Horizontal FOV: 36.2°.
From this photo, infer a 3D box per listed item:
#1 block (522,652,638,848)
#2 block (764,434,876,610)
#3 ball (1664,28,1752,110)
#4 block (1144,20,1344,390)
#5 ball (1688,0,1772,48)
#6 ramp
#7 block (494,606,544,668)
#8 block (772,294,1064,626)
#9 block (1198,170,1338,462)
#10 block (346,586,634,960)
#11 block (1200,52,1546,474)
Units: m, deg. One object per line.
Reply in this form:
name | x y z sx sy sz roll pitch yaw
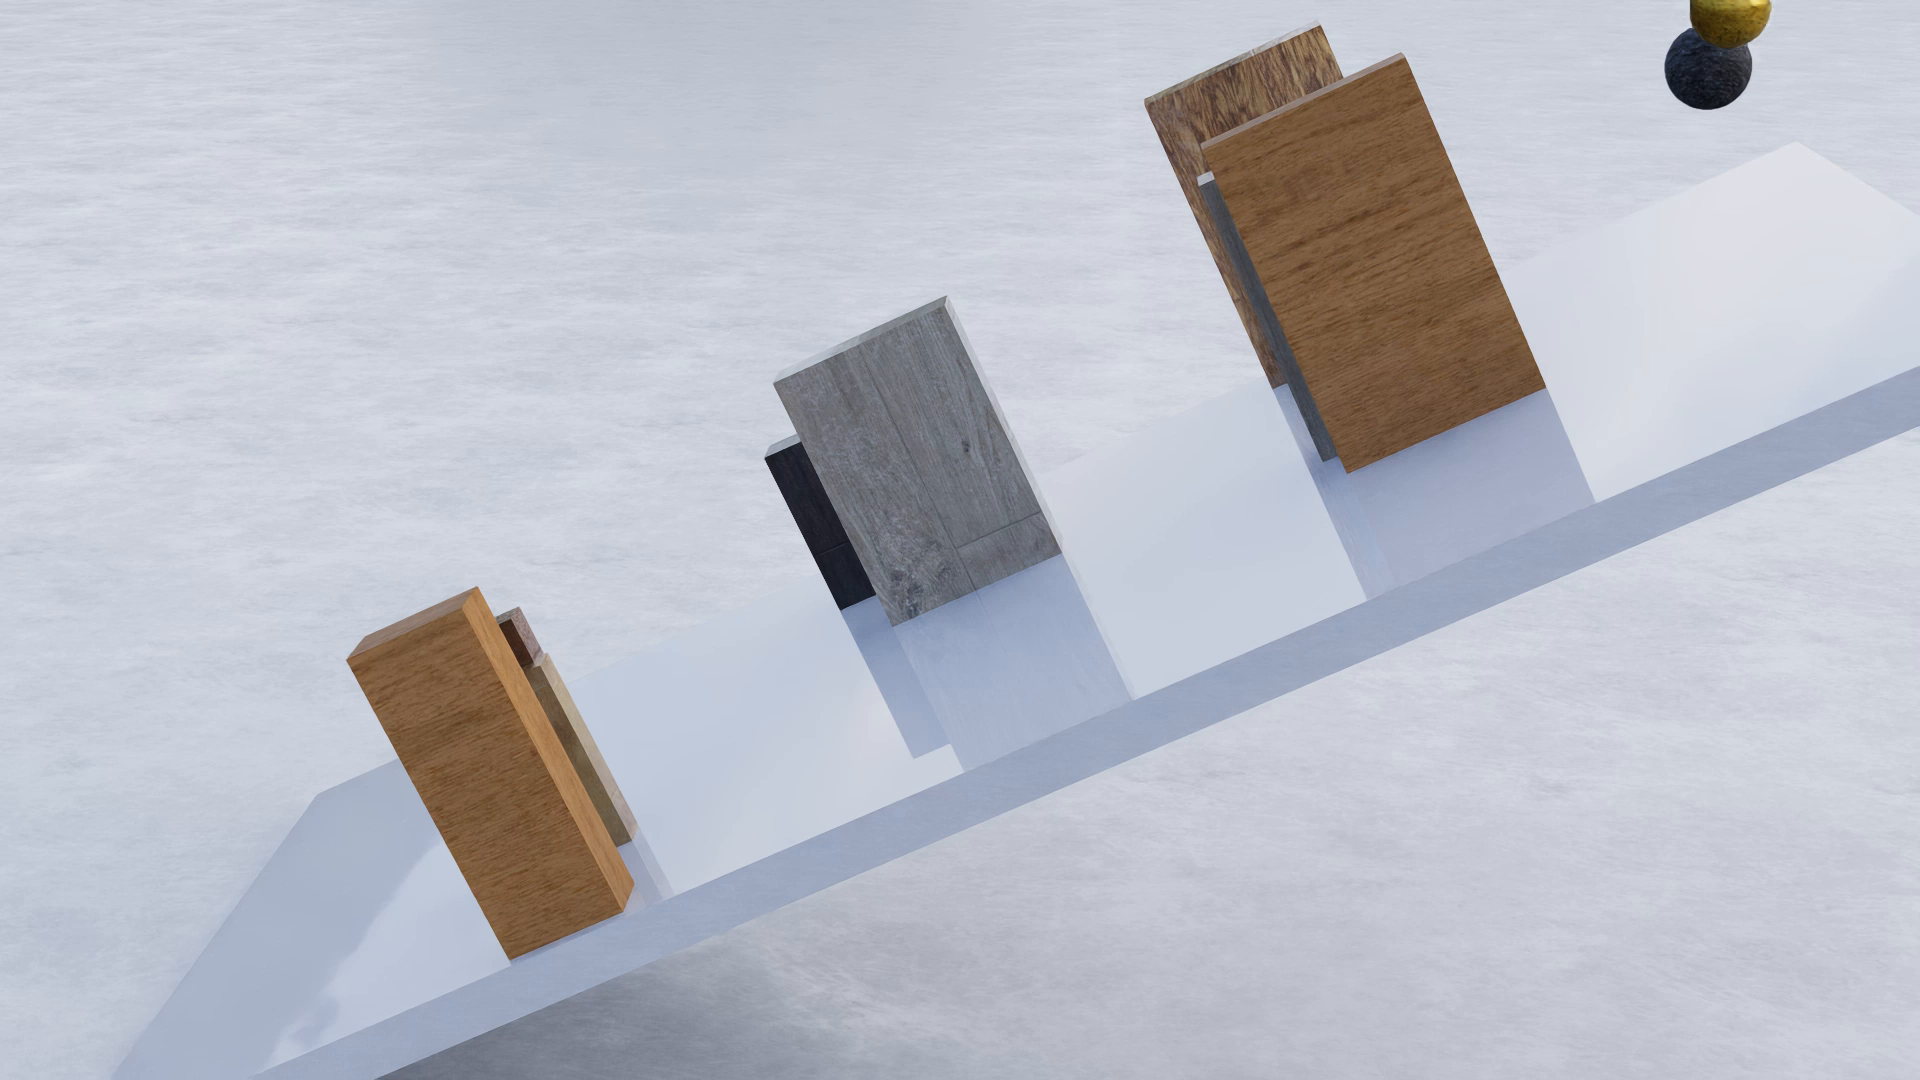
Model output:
block | -0.847 0.460 5.883 0.243 0.404 0.084 -24 13 9
block | -0.197 -0.101 6.843 0.366 0.403 0.121 -24 13 9
ball | 1.501 -0.950 5.900 0.172 0.172 0.172 0 16 0
block | 0.786 -0.784 6.907 0.442 0.738 0.120 -24 13 9
ball | 1.465 -1.012 5.595 0.152 0.152 0.152 0 16 0
ramp | 0.135 0.169 6.282 4.000 0.100 2.000 -24 13 9
block | -0.921 0.427 5.929 0.317 0.503 0.086 -24 13 9
block | -0.088 -0.172 6.462 0.412 0.606 0.122 -24 13 9
block | 0.825 -0.547 6.124 0.435 0.641 0.122 -24 13 9
block | -0.868 0.435 5.475 0.240 0.648 0.141 -24 13 9
block | 0.835 -0.554 5.934 0.436 0.730 0.088 -24 13 9
